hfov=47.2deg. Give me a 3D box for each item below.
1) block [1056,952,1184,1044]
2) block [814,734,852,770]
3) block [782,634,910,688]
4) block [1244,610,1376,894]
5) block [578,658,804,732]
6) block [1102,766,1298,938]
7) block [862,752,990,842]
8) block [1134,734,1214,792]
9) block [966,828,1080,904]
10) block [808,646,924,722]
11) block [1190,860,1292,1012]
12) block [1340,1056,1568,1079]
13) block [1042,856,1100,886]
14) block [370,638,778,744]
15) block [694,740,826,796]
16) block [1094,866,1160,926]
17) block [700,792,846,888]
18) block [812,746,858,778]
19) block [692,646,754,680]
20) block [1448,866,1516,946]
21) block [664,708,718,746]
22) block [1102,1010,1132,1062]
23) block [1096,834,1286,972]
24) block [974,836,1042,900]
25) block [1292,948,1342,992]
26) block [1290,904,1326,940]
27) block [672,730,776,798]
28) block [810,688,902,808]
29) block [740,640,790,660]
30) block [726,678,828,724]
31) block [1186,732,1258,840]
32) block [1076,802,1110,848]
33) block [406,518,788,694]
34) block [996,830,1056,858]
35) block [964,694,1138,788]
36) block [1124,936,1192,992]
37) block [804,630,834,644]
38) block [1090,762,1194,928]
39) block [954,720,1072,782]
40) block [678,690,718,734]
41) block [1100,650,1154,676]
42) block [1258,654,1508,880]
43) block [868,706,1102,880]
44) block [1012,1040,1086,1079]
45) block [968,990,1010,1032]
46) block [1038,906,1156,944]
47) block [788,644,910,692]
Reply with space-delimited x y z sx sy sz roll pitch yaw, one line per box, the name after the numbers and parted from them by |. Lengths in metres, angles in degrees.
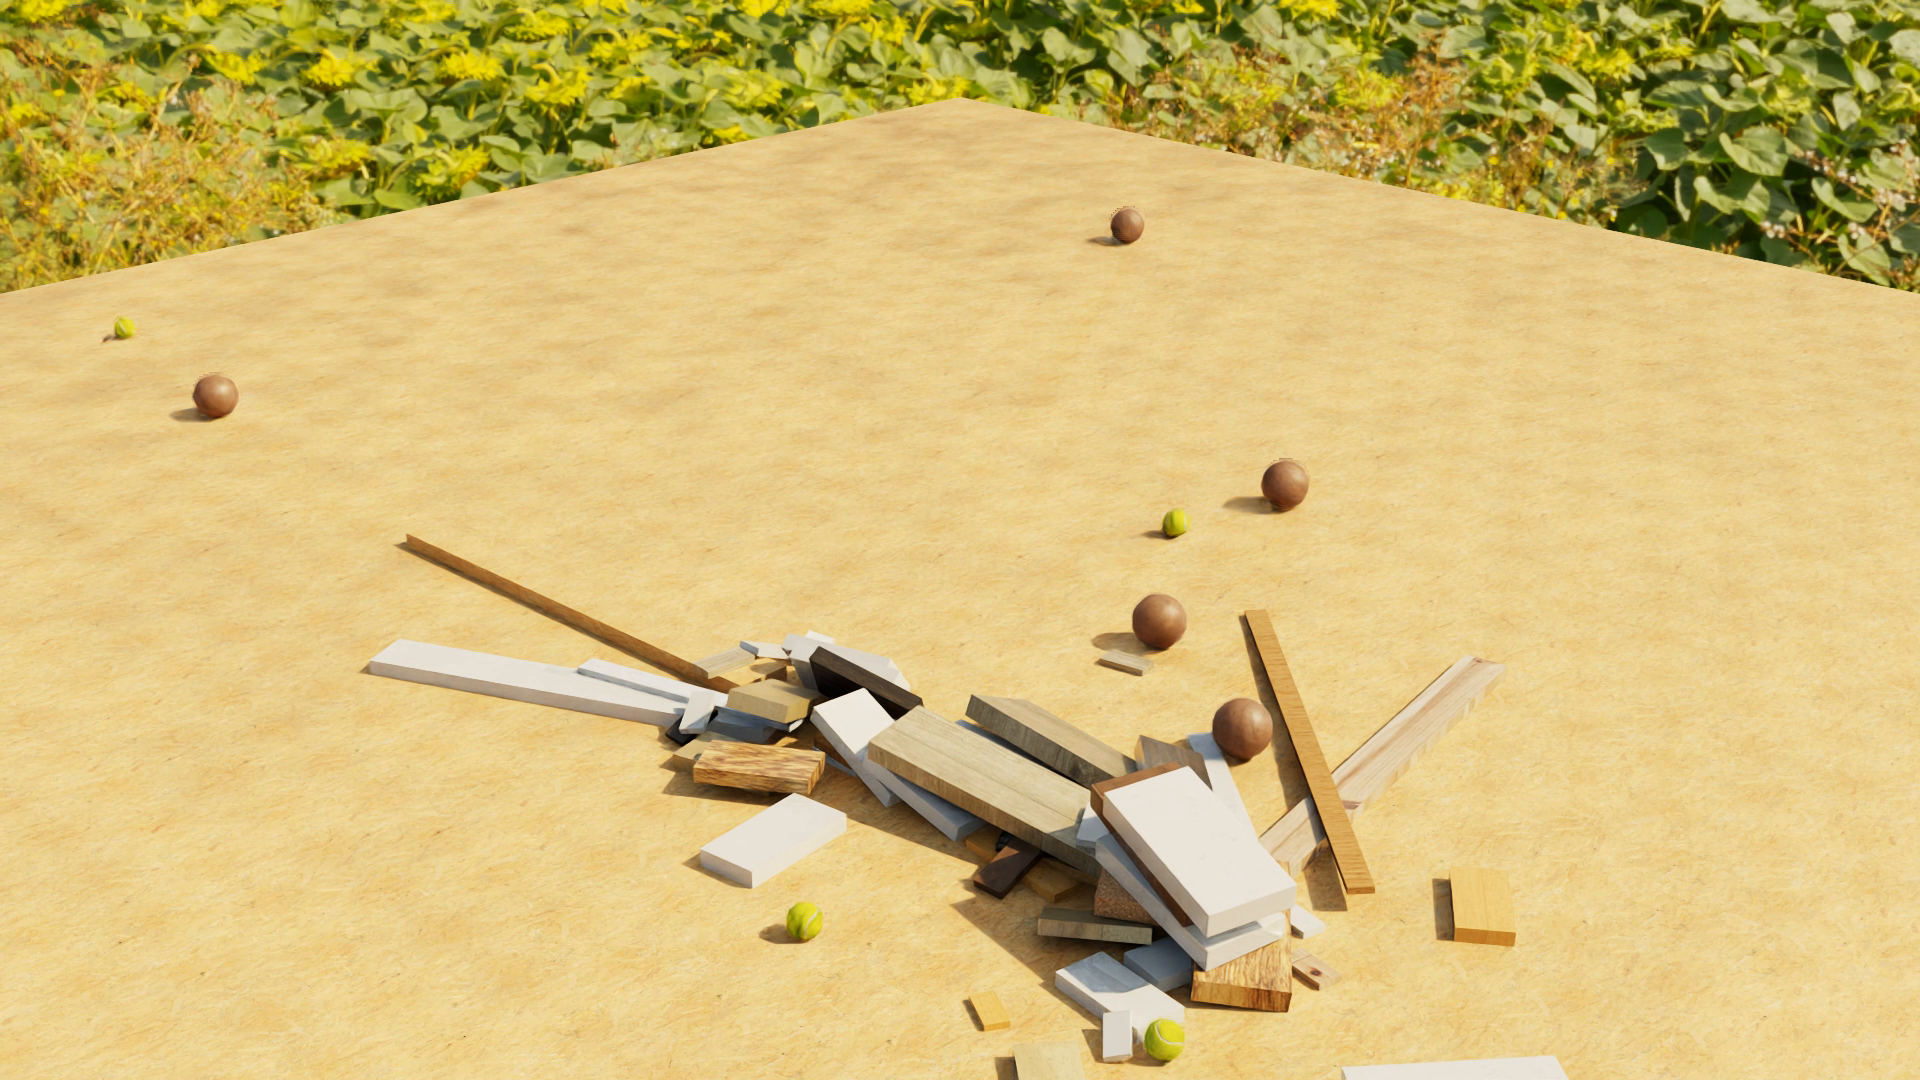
0.278 0.798 3.842 0.108 0.031 0.217 -17 28 -34 | block
-0.243 0.442 4.646 0.067 0.019 0.133 -17 28 -35 | block
-0.256 0.284 4.925 0.269 0.135 0.038 12 64 26 | block
0.731 0.414 4.709 0.052 0.015 1.322 -3 21 0 | block
-0.599 0.339 4.852 0.573 0.015 0.054 13 26 27 | block
0.421 0.548 3.905 0.179 0.051 0.358 -15 36 -22 | block
-0.054 0.495 4.454 0.135 0.038 0.271 -24 47 -40 | block
0.432 0.469 4.478 0.138 0.039 0.275 17 10 -1 | block
0.120 0.629 4.254 0.066 0.019 0.263 -18 29 -35 | block
-0.195 0.334 4.734 0.271 0.135 0.038 25 61 24 | block
0.506 0.699 3.956 0.171 0.048 0.341 7 33 3 | block
0.811 0.914 3.541 0.358 0.051 0.179 -2 23 -5 | block
0.242 0.628 4.251 0.157 0.022 0.078 15 27 31 | block
-0.865 0.334 4.929 0.986 0.035 0.122 8 24 18 | block
-0.412 0.468 4.526 0.245 0.035 0.122 5 24 12 | block
0.358 0.592 4.111 0.160 0.045 0.320 8 32 10 | block
-0.365 0.589 4.323 0.138 0.039 0.275 17 28 34 | block
-0.242 0.460 4.654 0.133 0.019 0.067 21 31 41 | block
-0.536 0.278 4.983 0.128 0.018 0.064 -19 29 -37 | block
0.975 0.683 4.112 0.108 0.031 0.217 4 23 8 | block
-0.579 0.396 4.745 0.054 0.015 0.109 27 57 31 | block
0.267 0.839 3.720 0.047 0.013 0.095 -12 36 13 | block
0.412 0.626 3.968 0.171 0.048 0.341 -18 38 -26 | block
0.092 0.627 4.207 0.066 0.019 0.132 22 47 33 | block
0.627 0.767 3.933 0.052 0.015 0.104 -15 27 -31 | block
0.624 0.703 4.084 0.052 0.015 0.104 -14 27 -29 | block
-0.467 0.468 4.612 0.245 0.035 0.122 13 26 28 | block
-0.177 0.429 4.572 0.135 0.038 0.271 -19 52 -37 | block
-0.442 0.254 5.075 0.064 0.018 0.128 20 6 39 | block
-0.392 0.346 4.742 0.135 0.038 0.269 14 5 14 | block
0.539 0.514 4.529 0.057 0.016 0.466 -2 23 -5 | block
0.261 0.547 4.206 0.057 0.016 0.114 9 33 11 | block
-0.915 0.151 5.354 1.296 0.039 0.138 20 30 39 | block
0.143 0.591 4.291 0.132 0.019 0.066 5 23 16 | block
0.252 0.449 4.562 0.171 0.048 0.561 10 12 -42 | block
0.408 0.749 3.958 0.206 0.029 0.103 -14 27 -29 | block
-0.340 0.254 5.118 0.064 0.018 0.128 19 25 4 | block
0.398 0.548 3.998 0.179 0.051 0.358 -13 36 -21 | block
0.061 0.472 4.589 0.320 0.045 0.160 21 31 40 | block
-0.564 0.371 4.739 0.054 0.015 0.109 -3 43 17 | block
0.385 0.283 5.072 0.114 0.016 0.057 15 27 31 | block
0.866 0.478 4.596 0.103 0.029 1.188 15 27 32 | block
0.161 0.523 4.296 0.758 0.045 0.160 24 38 31 | block
0.152 0.900 3.600 0.108 0.031 0.217 -2 23 -5 | block
0.051 0.817 3.817 0.047 0.013 0.094 -7 24 -15 | block
0.251 0.704 4.020 0.206 0.029 0.103 4 3 8 | block
-0.237 0.312 4.852 0.269 0.135 0.038 13 56 27 | block
